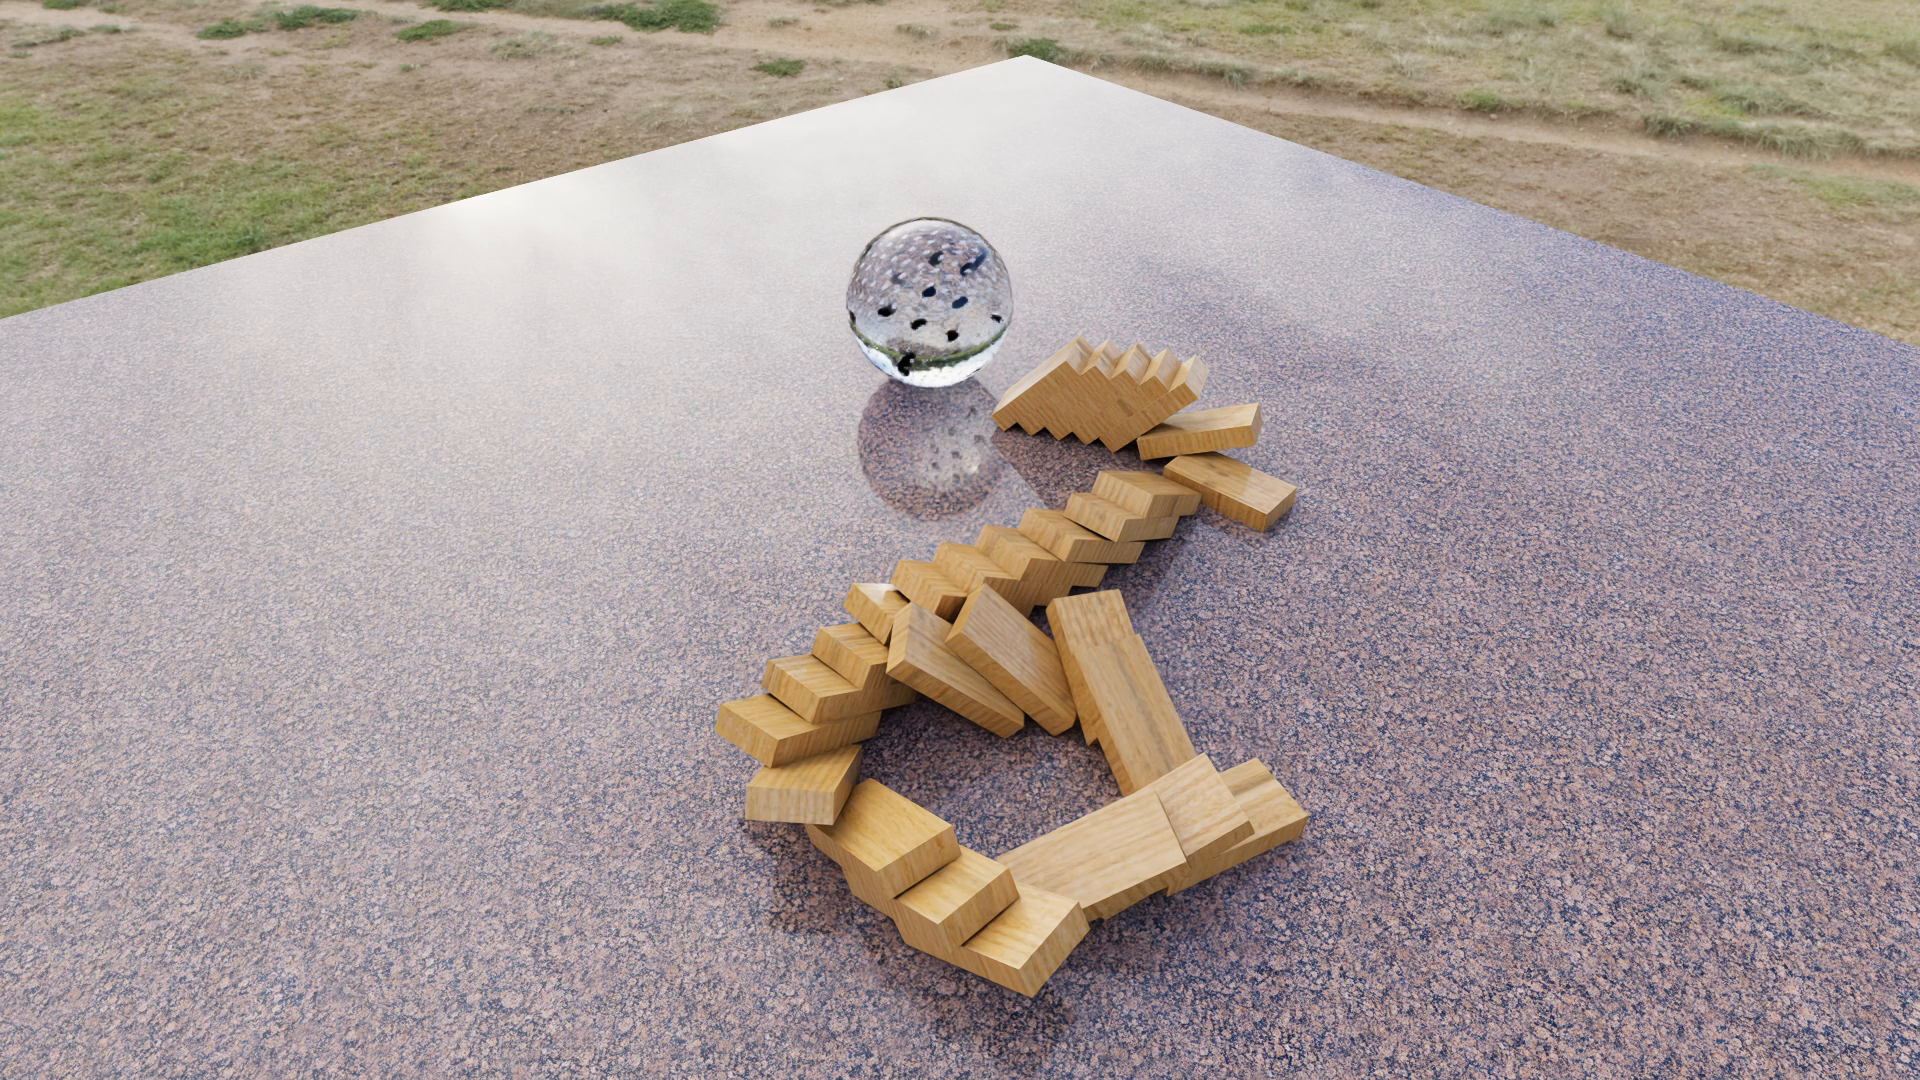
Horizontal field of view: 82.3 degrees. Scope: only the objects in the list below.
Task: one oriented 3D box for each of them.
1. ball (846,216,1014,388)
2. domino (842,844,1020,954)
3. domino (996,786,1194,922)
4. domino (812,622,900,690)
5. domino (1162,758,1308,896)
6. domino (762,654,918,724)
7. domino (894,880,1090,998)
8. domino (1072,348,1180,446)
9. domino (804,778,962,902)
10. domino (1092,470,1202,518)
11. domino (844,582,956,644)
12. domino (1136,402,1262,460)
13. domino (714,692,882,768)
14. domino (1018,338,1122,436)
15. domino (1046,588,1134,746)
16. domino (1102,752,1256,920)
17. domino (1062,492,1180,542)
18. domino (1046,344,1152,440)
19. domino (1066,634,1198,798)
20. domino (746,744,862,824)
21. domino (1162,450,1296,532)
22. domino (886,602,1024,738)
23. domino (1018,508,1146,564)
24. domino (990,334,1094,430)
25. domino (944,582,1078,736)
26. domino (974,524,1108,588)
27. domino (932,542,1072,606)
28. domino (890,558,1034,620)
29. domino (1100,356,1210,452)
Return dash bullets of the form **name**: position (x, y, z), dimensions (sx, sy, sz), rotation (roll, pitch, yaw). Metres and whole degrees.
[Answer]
- **ball**: position (-0.014, -0.113, 0.526), dimensions (0.080, 0.080, 0.080), rotation (0, 39, 0)
- **domino**: position (-0.009, 0.096, 0.308), dimensions (0.025, 0.010, 0.050), rotation (-30, 19, -31)
- **domino**: position (0.038, 0.093, 0.313), dimensions (0.050, 0.010, 0.025), rotation (-27, 46, 6)
- **domino**: position (-0.024, 0.038, 0.379), dimensions (0.025, 0.009, 0.050), rotation (31, 19, 32)
- **domino**: position (0.078, 0.087, 0.337), dimensions (0.050, 0.009, 0.025), rotation (-17, 42, -20)
- **domino**: position (-0.039, 0.047, 0.367), dimensions (0.025, 0.009, 0.050), rotation (29, 18, 33)
- **domino**: position (0.008, 0.104, 0.299), dimensions (0.050, 0.010, 0.025), rotation (0, 29, 48)
- **domino**: position (0.075, -0.064, 0.495), dimensions (0.009, 0.050, 0.025), rotation (45, 42, -13)
- **domino**: position (-0.024, 0.086, 0.321), dimensions (0.025, 0.009, 0.050), rotation (-25, 17, -27)
- **domino**: position (0.077, -0.019, 0.448), dimensions (0.025, 0.010, 0.050), rotation (28, 17, 30)
- **domino**: position (-0.014, 0.026, 0.392), dimensions (0.050, 0.009, 0.025), rotation (4, 26, -46)
- **domino**: position (0.106, -0.048, 0.486), dimensions (0.050, 0.010, 0.025), rotation (-6, 26, 26)
- **domino**: position (-0.051, 0.058, 0.353), dimensions (0.025, 0.010, 0.050), rotation (24, 15, 31)
- **domino**: position (0.050, -0.069, 0.501), dimensions (0.010, 0.050, 0.025), rotation (45, 41, -14)
- **domino**: position (0.049, 0.043, 0.374), dimensions (0.025, 0.010, 0.050), rotation (-7, 64, -18)
- **domino**: position (0.057, 0.086, 0.321), dimensions (0.050, 0.009, 0.025), rotation (-31, 46, 2)
- **domino**: position (0.065, -0.009, 0.437), dimensions (0.025, 0.010, 0.050), rotation (28, 18, 30)
- **domino**: position (0.062, -0.067, 0.499), dimensions (0.009, 0.050, 0.025), rotation (45, 41, -14)
- **domino**: position (0.056, 0.058, 0.356), dimensions (0.025, 0.009, 0.050), rotation (-14, 66, -21)
- **domino**: position (-0.046, 0.073, 0.333), dimensions (0.025, 0.010, 0.050), rotation (3, 5, 4)
- **domino**: position (0.115, -0.023, 0.472), dimensions (0.050, 0.010, 0.025), rotation (30, 48, 31)
- **domino**: position (0.000, 0.043, 0.365), dimensions (0.050, 0.010, 0.025), rotation (32, 39, -24)
- **domino**: position (0.048, -0.001, 0.426), dimensions (0.025, 0.009, 0.050), rotation (35, 20, 35)
- **domino**: position (0.038, -0.072, 0.505), dimensions (0.009, 0.050, 0.025), rotation (45, 41, -14)
- **domino**: position (0.020, 0.040, 0.371), dimensions (0.050, 0.009, 0.025), rotation (41, 42, -11)
- **domino**: position (0.031, 0.006, 0.416), dimensions (0.050, 0.009, 0.025), rotation (7, 24, -49)
- **domino**: position (0.016, 0.013, 0.406), dimensions (0.050, 0.010, 0.025), rotation (8, 23, -47)
- **domino**: position (0.002, 0.019, 0.399), dimensions (0.050, 0.010, 0.025), rotation (8, 23, -47)
- **domino**: position (0.086, -0.060, 0.491), dimensions (0.009, 0.050, 0.025), rotation (45, 42, -13)
